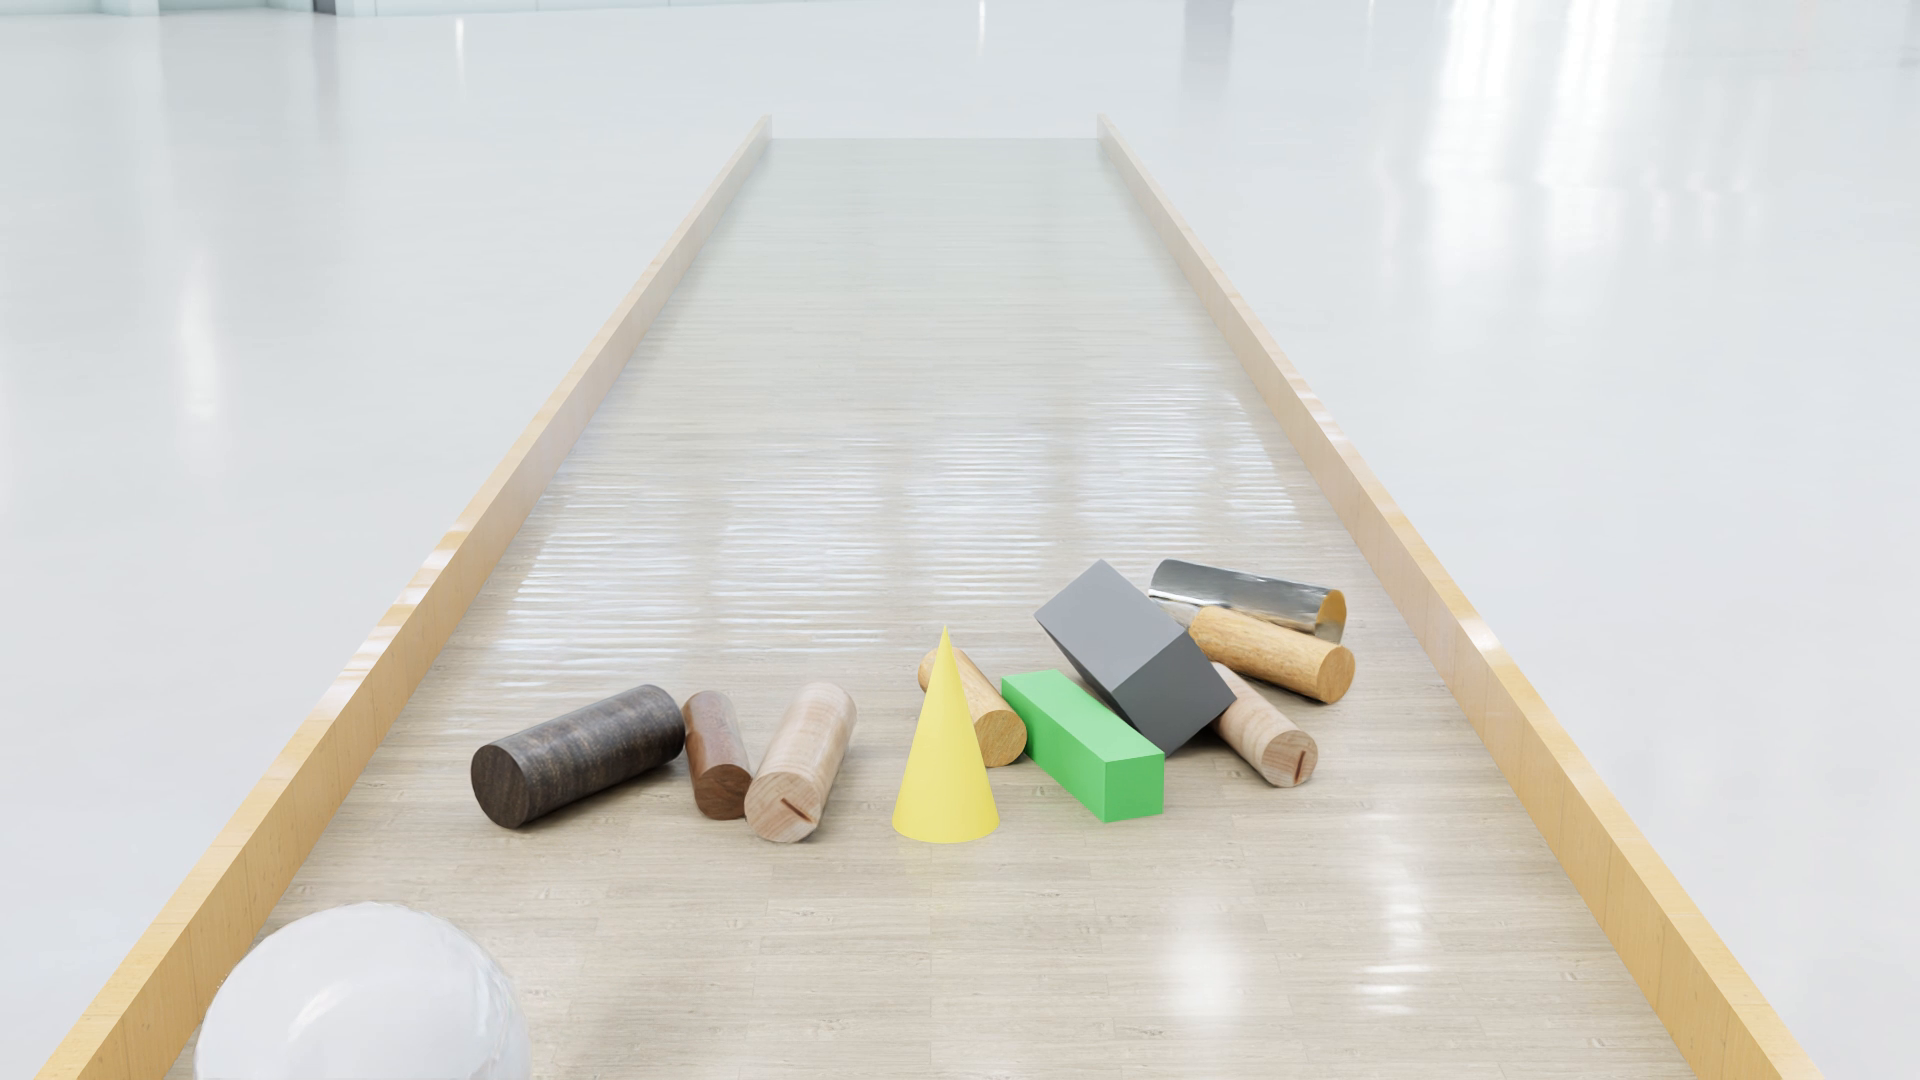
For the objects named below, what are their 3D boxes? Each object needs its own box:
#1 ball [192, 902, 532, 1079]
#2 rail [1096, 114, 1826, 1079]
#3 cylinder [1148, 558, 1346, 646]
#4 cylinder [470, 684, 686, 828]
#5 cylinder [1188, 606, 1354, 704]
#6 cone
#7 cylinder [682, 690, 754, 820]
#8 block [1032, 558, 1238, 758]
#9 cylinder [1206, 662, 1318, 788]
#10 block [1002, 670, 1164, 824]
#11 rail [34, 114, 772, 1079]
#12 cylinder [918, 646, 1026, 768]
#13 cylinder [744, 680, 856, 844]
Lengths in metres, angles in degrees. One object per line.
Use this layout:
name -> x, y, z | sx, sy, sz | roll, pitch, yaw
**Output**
ball -> -0.683, 0.607, 2.525 | 0.377, 0.377, 0.377 | 0, 17, 0
rail -> 0.932, -0.844, 7.801 | 0.050, 0.150, 12.000 | 0, 17, -1
cylinder -> 0.585, 0.140, 4.497 | 0.376, 0.147, 0.147 | 11, 20, 33
cylinder -> -0.647, 0.364, 3.749 | 0.144, 0.144, 0.360 | 12, 21, 36
cylinder -> 0.604, 0.220, 4.290 | 0.111, 0.111, 0.329 | -14, 22, -39
cone -> -0.024, 0.301, 3.608 | 0.180, 0.347, 0.180 | 0, 17, 0
cylinder -> -0.422, 0.369, 3.810 | 0.101, 0.101, 0.354 | -3, 17, -10
block -> 0.317, 0.213, 4.085 | 0.173, 0.173, 0.446 | -39, 23, -2
cylinder -> 0.516, 0.327, 3.942 | 0.106, 0.106, 0.361 | -5, 17, -16
block -> 0.208, 0.354, 3.847 | 0.109, 0.109, 0.440 | -7, 18, -21
rail -> -1.118, -0.838, 7.780 | 0.050, 0.150, 12.000 | 0, 17, -1
cylinder -> 0.019, 0.301, 4.026 | 0.108, 0.108, 0.350 | -5, 17, -15
cylinder -> -0.267, 0.372, 3.756 | 0.125, 0.125, 0.425 | 2, 17, 5
